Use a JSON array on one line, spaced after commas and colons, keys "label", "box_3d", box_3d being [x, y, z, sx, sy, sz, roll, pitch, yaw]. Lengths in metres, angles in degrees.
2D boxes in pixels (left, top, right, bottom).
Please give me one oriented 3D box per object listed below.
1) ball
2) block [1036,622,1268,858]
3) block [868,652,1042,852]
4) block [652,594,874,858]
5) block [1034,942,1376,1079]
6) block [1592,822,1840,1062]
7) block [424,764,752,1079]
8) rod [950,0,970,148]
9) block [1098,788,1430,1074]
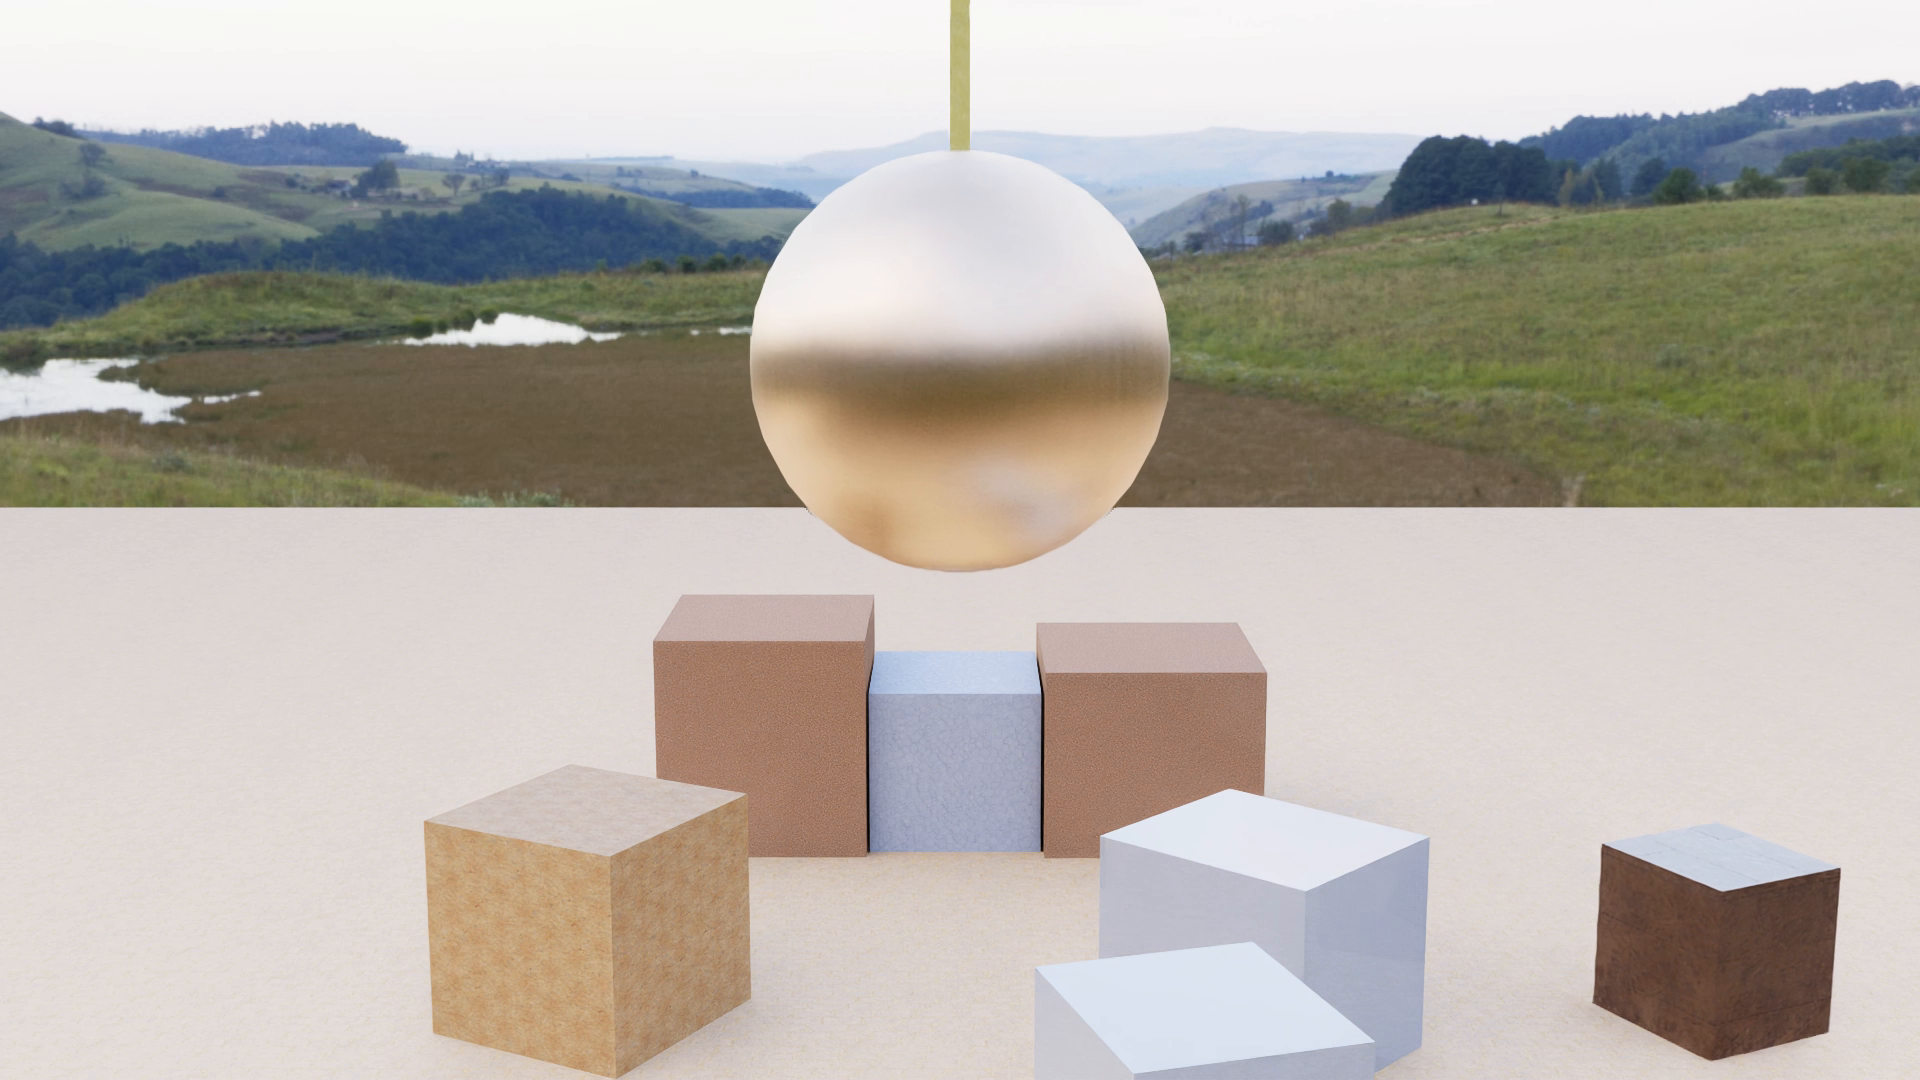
[{"label": "ball", "box_3d": [0.000, -0.675, 8.361, 1.600, 1.600, 1.600, 0, 10, 0]}, {"label": "block", "box_3d": [0.956, 1.010, 11.370, 1.082, 0.944, 1.133, 0, 10, 0]}, {"label": "block", "box_3d": [-0.025, 1.077, 11.364, 0.852, 0.815, 0.911, 0, 10, 0]}, {"label": "block", "box_3d": [-0.978, 0.934, 11.357, 1.032, 1.099, 1.114, 0, 10, 0]}, {"label": "block", "box_3d": [0.762, 1.867, 7.119, 0.794, 0.780, 0.896, -3, 11, -17]}, {"label": "block", "box_3d": [3.035, 1.598, 8.851, 0.628, 0.688, 0.653, -5, 11, -26]}, {"label": "block", "box_3d": [-1.482, 1.499, 8.858, 0.908, 0.881, 0.909, 6, 12, 28]}, {"label": "rod", "box_3d": [0.000, -3.944, 9.295, 0.080, 5.200, 0.080, 0, -16, 0]}, {"label": "block", "box_3d": [1.176, 1.565, 8.559, 0.943, 0.859, 0.852, 9, 14, 42]}]
